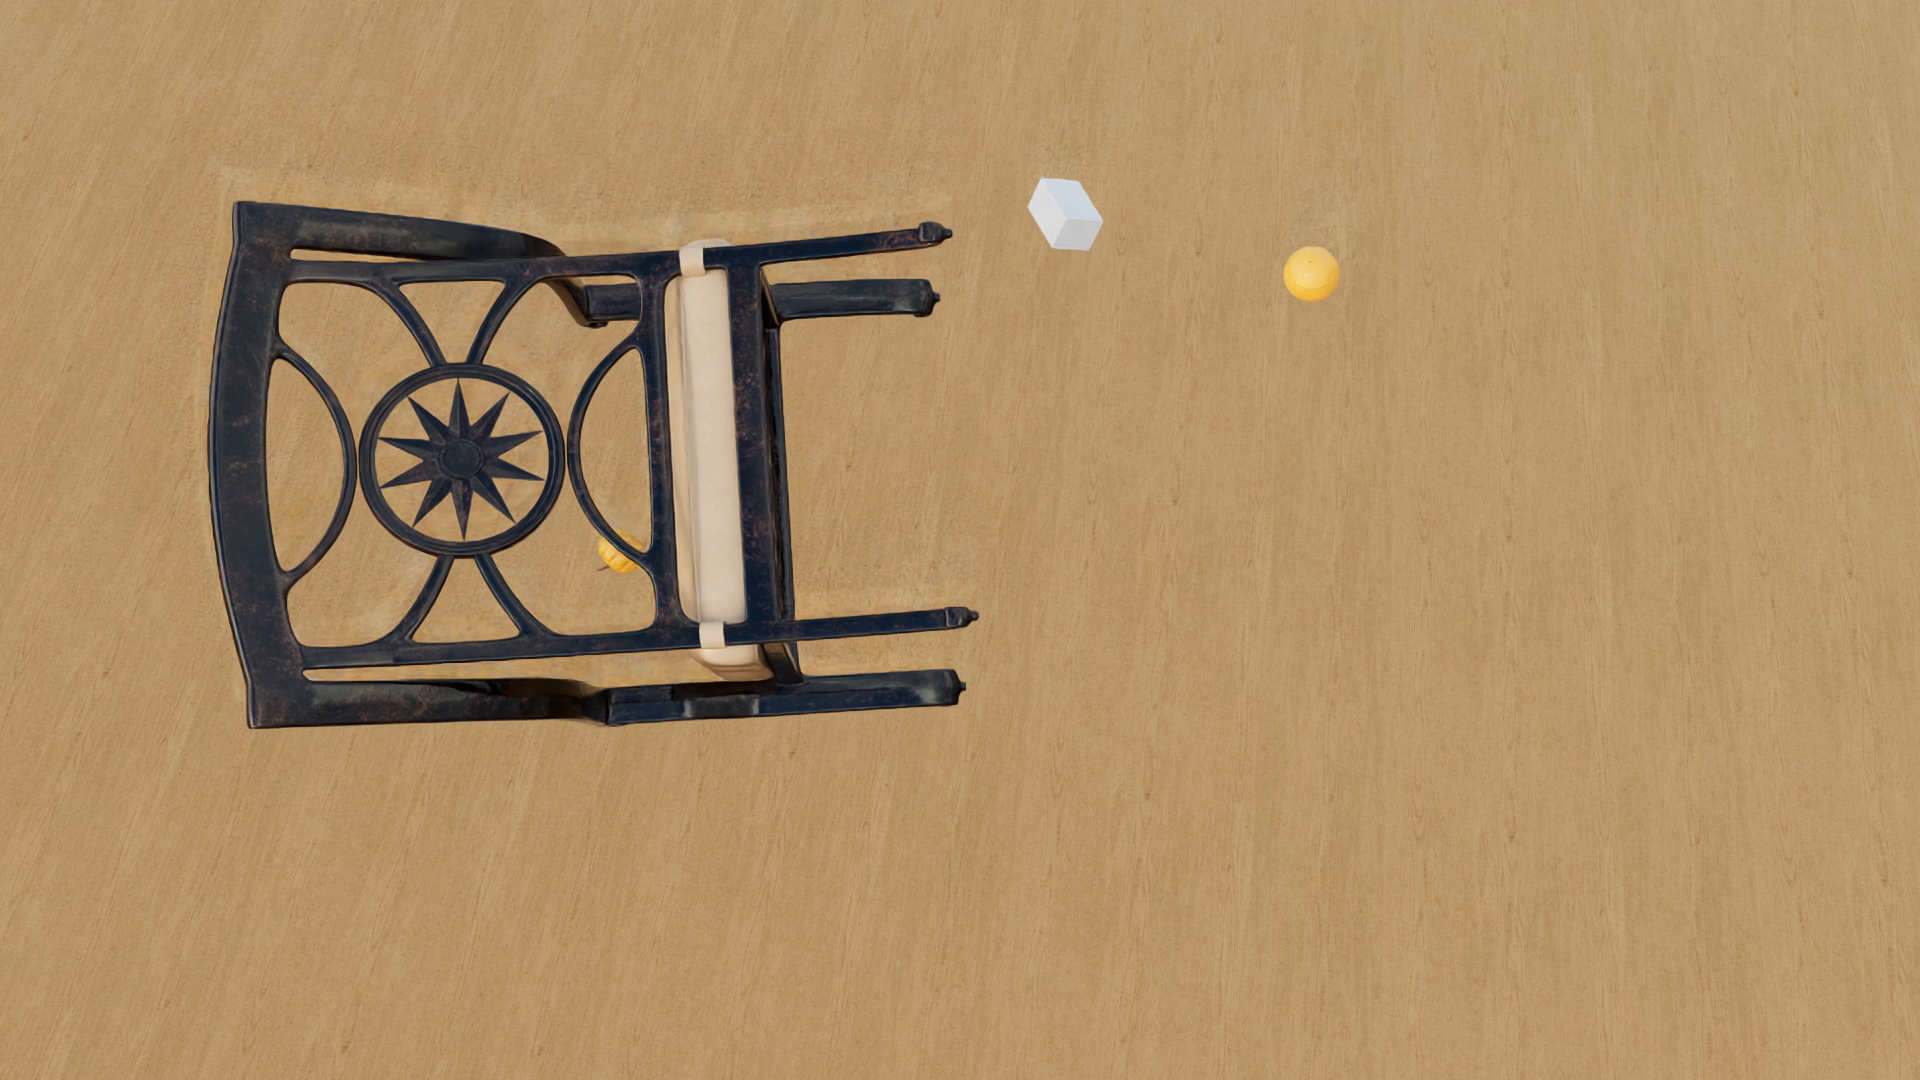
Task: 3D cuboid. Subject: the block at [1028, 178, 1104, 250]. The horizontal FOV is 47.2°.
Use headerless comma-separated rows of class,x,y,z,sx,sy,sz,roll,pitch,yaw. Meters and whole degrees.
block,0.227,-0.702,4.738,0.094,0.080,0.140,-1,46,-30
